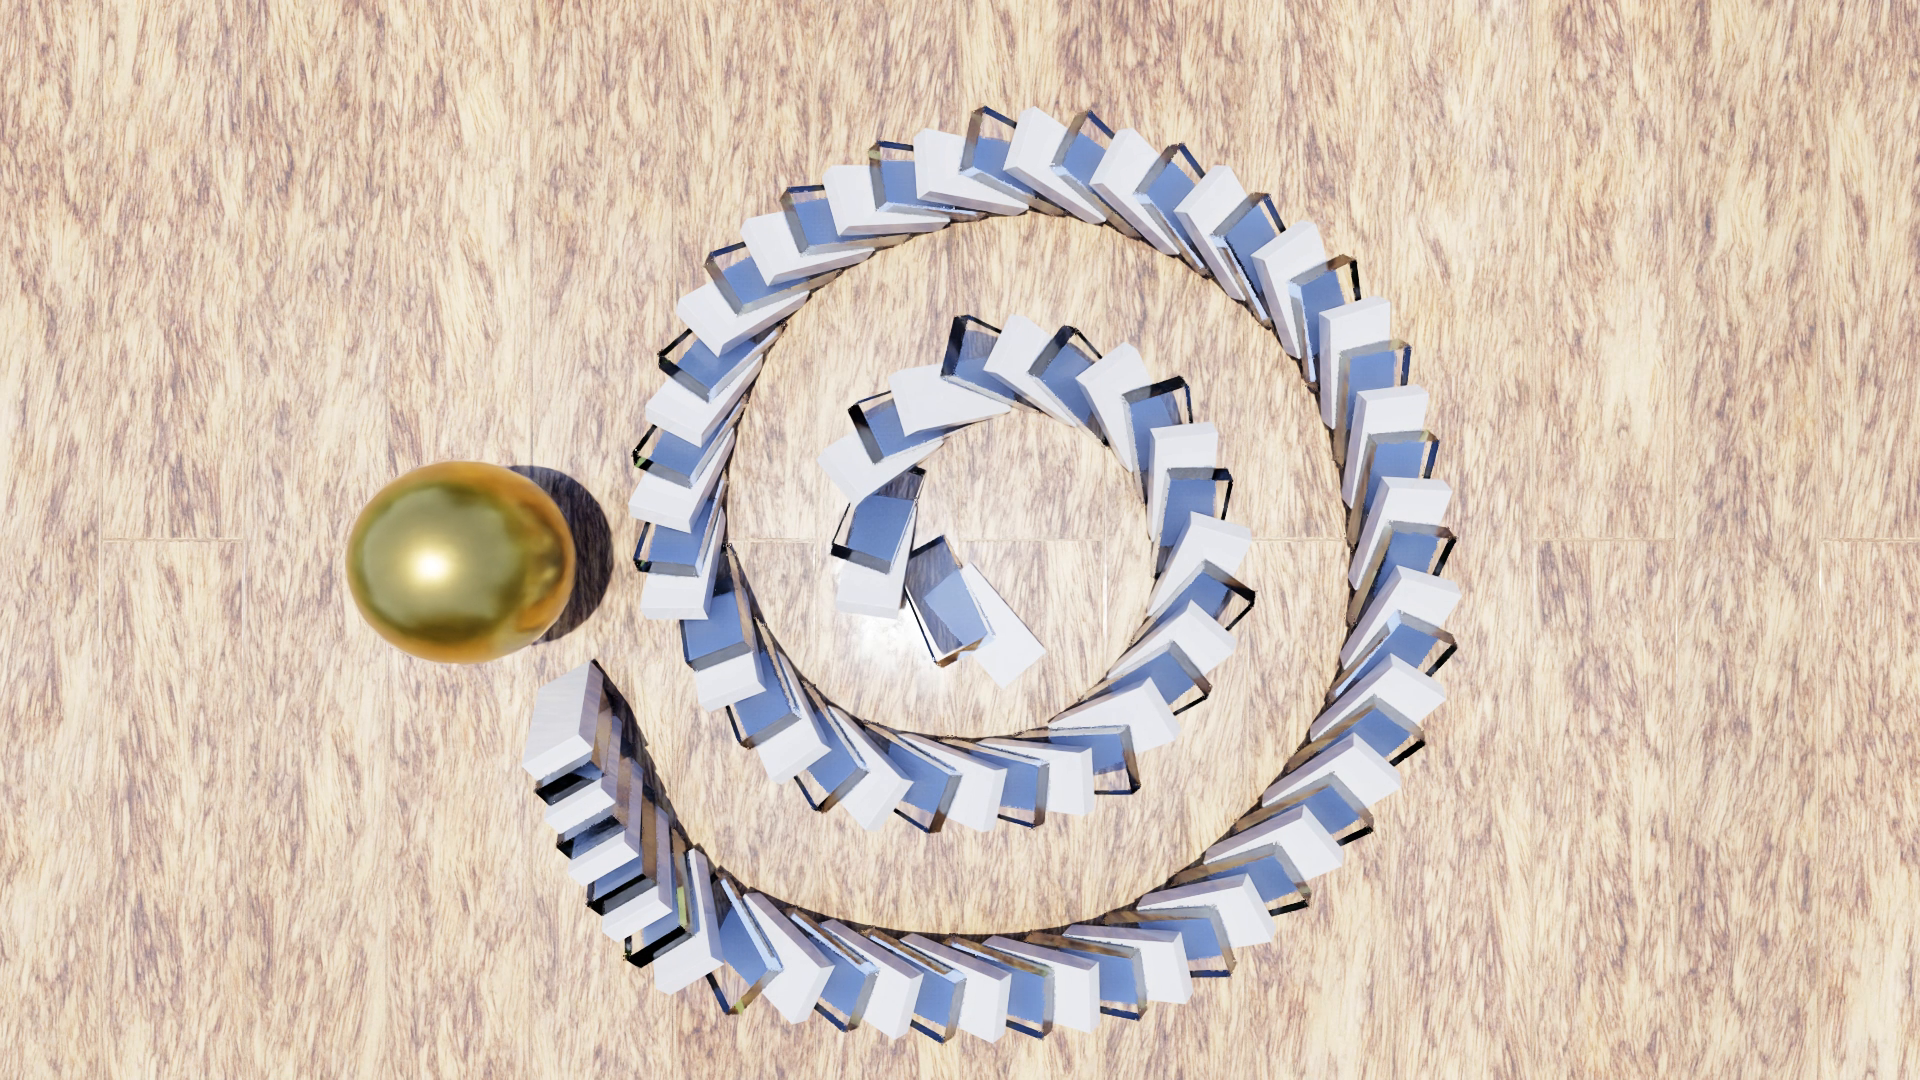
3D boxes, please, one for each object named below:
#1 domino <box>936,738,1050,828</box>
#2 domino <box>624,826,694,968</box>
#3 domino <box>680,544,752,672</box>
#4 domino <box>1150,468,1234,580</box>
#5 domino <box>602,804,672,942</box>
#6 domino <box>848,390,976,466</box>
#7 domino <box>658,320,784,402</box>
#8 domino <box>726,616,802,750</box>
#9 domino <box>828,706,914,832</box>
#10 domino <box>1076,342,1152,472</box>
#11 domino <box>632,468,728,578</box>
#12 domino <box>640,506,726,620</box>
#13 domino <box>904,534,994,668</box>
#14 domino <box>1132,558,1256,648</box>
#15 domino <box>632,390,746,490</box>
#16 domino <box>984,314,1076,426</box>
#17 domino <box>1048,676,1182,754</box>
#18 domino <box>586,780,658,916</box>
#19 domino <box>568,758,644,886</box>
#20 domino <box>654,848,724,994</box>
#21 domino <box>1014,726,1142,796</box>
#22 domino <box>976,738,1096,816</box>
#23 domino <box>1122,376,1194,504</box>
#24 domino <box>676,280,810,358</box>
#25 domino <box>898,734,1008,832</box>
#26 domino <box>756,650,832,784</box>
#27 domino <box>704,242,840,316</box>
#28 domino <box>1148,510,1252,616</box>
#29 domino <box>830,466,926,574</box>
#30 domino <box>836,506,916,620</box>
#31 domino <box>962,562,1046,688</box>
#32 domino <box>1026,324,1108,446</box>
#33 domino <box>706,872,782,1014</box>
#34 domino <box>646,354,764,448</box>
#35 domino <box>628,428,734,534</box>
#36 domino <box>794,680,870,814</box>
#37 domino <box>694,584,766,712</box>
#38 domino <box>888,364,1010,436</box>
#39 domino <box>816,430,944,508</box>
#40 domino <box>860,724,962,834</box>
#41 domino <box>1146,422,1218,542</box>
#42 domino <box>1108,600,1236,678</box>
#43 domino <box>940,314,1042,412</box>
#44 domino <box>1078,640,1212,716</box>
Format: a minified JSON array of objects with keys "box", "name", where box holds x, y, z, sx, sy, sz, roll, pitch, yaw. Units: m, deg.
[{"box":[0.012,0.100,0.382,0.050,0.009,0.025,5,90,35],"name":"domino"},{"box":[-0.125,0.146,0.377,0.025,0.050,0.009,-31,128,0],"name":"domino"},{"box":[-0.104,0.028,0.382,0.025,0.009,0.050,-20,55,0],"name":"domino"},{"box":[0.096,-0.006,0.382,0.025,0.009,0.050,1,126,0],"name":"domino"},{"box":[-0.133,0.136,0.377,0.025,0.050,0.010,-30,126,0],"name":"domino"},{"box":[-0.020,-0.051,0.382,0.050,0.009,0.025,-26,90,-36],"name":"domino"},{"box":[-0.099,-0.082,0.382,0.025,0.010,0.050,35,56,0],"name":"domino"},{"box":[-0.087,0.059,0.382,0.025,0.010,0.050,-31,56,0],"name":"domino"},{"box":[-0.045,0.095,0.382,0.050,0.010,0.025,36,90,35],"name":"domino"},{"box":[0.070,-0.054,0.381,0.025,0.010,0.050,-36,128,0],"name":"domino"},{"box":[-0.116,-0.009,0.382,0.025,0.009,0.050,6,56,0],"name":"domino"},{"box":[-0.115,0.009,0.382,0.025,0.010,0.050,0,55,0],"name":"domino"},{"box":[-0.007,0.025,0.383,0.025,0.010,0.050,-29,62,6],"name":"domino"},{"box":[0.097,0.034,0.382,0.025,0.010,0.050,34,126,-1],"name":"domino"},{"box":[-0.112,-0.047,0.382,0.025,0.010,0.050,22,56,0],"name":"domino"},{"box":[0.035,-0.070,0.381,0.050,0.010,0.025,27,89,-38],"name":"domino"},{"box":[0.064,0.078,0.382,0.050,0.009,0.025,-32,90,36],"name":"domino"},{"box":[-0.139,0.125,0.377,0.025,0.050,0.010,-30,126,0],"name":"domino"},{"box":[-0.145,0.114,0.376,0.025,0.050,0.010,-29,122,0],"name":"domino"},{"box":[-0.115,0.157,0.379,0.025,0.050,0.009,-30,134,1],"name":"domino"},{"box":[0.048,0.092,0.382,0.050,0.009,0.025,-11,91,35],"name":"domino"},{"box":[0.031,0.098,0.382,0.050,0.009,0.025,-3,91,35],"name":"domino"},{"box":[0.084,-0.041,0.381,0.025,0.010,0.050,-18,127,-1],"name":"domino"},{"box":[-0.090,-0.099,0.382,0.025,0.010,0.050,46,55,0],"name":"domino"},{"box":[-0.006,0.100,0.382,0.050,0.010,0.025,12,90,35],"name":"domino"},{"box":[-0.076,0.073,0.382,0.025,0.010,0.050,-35,56,0],"name":"domino"},{"box":[-0.078,-0.114,0.382,0.050,0.009,0.025,-33,89,-34],"name":"domino"},{"box":[0.099,0.014,0.381,0.025,0.010,0.050,16,127,0],"name":"domino"},{"box":[-0.033,-0.012,0.382,0.025,0.009,0.050,18,55,0],"name":"domino"},{"box":[-0.034,0.007,0.382,0.025,0.009,0.050,8,57,0],"name":"domino"},{"box":[0.011,0.037,0.395,0.025,0.009,0.050,-41,90,0],"name":"domino"},{"box":[0.052,-0.063,0.381,0.050,0.010,0.025,37,90,-38],"name":"domino"},{"box":[-0.097,0.167,0.382,0.025,0.010,0.050,-46,54,0],"name":"domino"},{"box":[-0.106,-0.064,0.382,0.025,0.010,0.050,27,56,0],"name":"domino"},{"box":[-0.115,-0.029,0.382,0.025,0.010,0.050,16,56,0],"name":"domino"},{"box":[-0.061,0.086,0.382,0.025,0.009,0.050,-43,55,1],"name":"domino"},{"box":[-0.099,0.044,0.382,0.025,0.009,0.050,-21,56,0],"name":"domino"},{"box":[-0.004,-0.061,0.382,0.050,0.009,0.025,-17,90,-36],"name":"domino"},{"box":[-0.033,-0.037,0.381,0.025,0.010,0.050,51,53,1],"name":"domino"},{"box":[-0.025,0.098,0.382,0.050,0.009,0.025,21,90,35],"name":"domino"},{"box":[0.092,-0.024,0.381,0.025,0.010,0.050,-7,126,0],"name":"domino"},{"box":[0.088,0.050,0.382,0.025,0.009,0.050,41,125,0],"name":"domino"},{"box":[0.016,-0.072,0.380,0.050,0.010,0.025,15,87,-39],"name":"domino"},{"box":[0.077,0.065,0.382,0.025,0.010,0.050,50,125,0],"name":"domino"}]
